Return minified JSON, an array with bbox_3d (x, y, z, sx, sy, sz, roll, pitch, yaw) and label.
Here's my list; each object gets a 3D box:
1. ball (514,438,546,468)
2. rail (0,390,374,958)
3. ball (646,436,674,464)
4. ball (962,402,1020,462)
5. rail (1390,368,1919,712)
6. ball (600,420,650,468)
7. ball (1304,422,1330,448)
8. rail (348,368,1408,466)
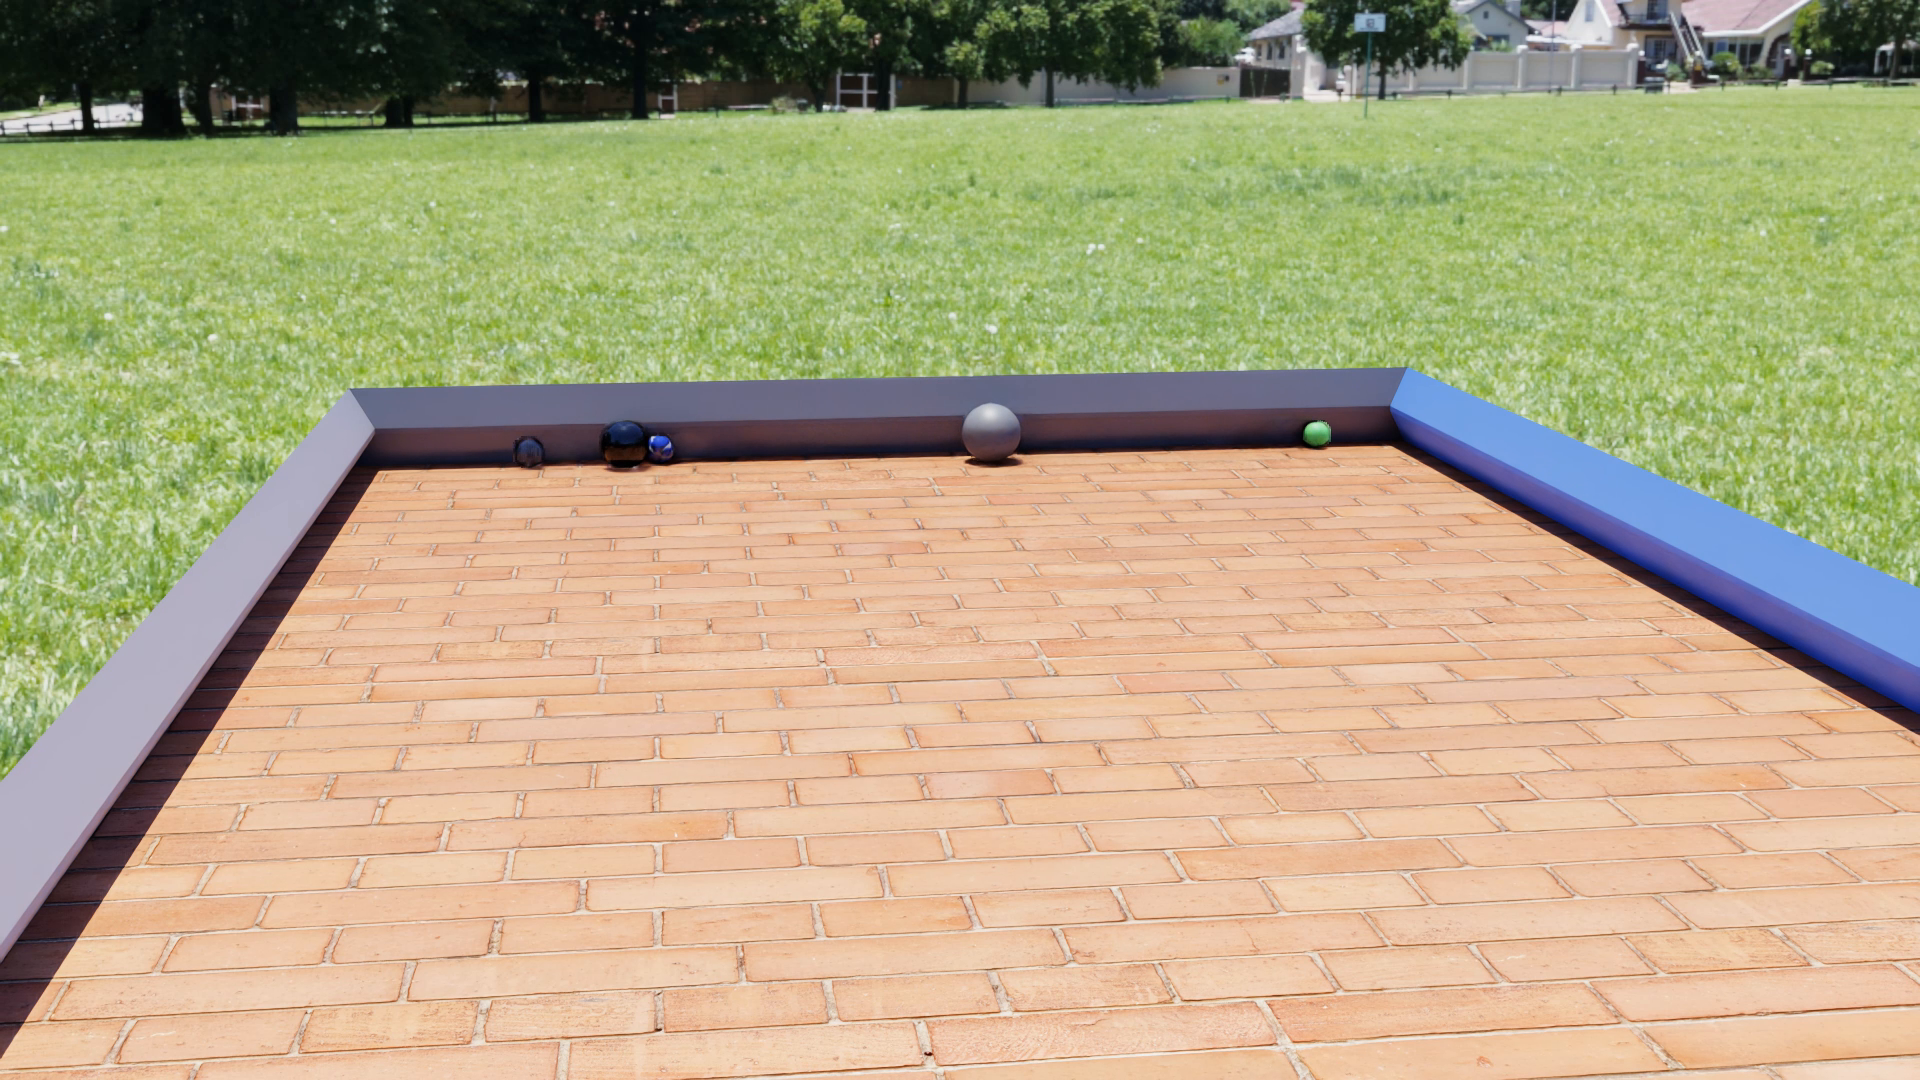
[{"bbox_3d":[-0.710,-0.144,3.625,0.050,0.050,0.050,0,13,0],"label":"ball"},{"bbox_3d":[-0.762,0.175,2.035,0.045,0.128,3.303,-2,13,-8],"label":"rail"},{"bbox_3d":[-0.500,-0.150,3.655,0.049,0.049,0.049,0,13,0],"label":"ball"},{"bbox_3d":[0.052,-0.179,3.669,0.099,0.099,0.099,0,13,0],"label":"ball"},{"bbox_3d":[0.983,0.122,2.265,0.045,0.128,3.303,-2,13,-8],"label":"rail"},{"bbox_3d":[-0.550,-0.157,3.614,0.080,0.080,0.080,0,13,0],"label":"ball"},{"bbox_3d":[0.616,-0.183,3.806,0.045,0.045,0.045,0,13,0],"label":"ball"},{"bbox_3d":[-0.108,-0.208,3.723,1.808,0.128,0.045,-2,13,-8],"label":"rail"}]
